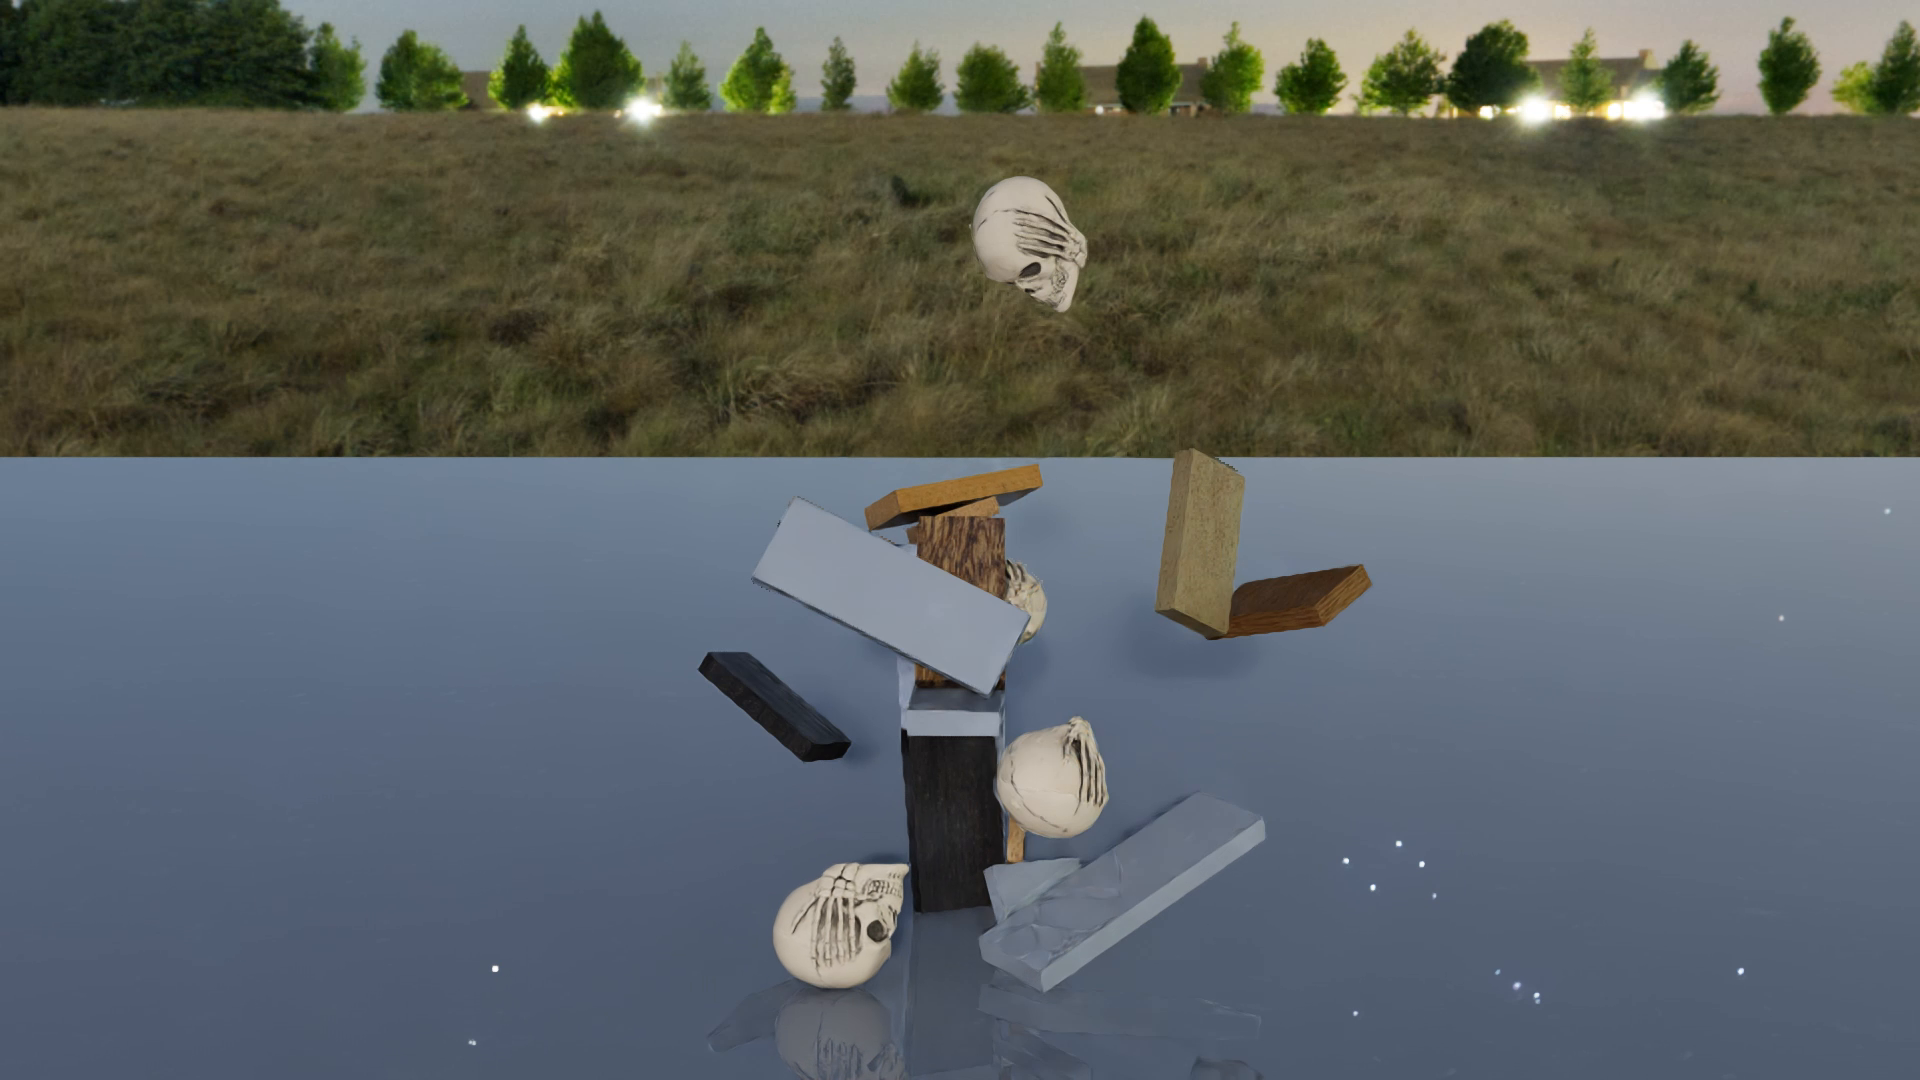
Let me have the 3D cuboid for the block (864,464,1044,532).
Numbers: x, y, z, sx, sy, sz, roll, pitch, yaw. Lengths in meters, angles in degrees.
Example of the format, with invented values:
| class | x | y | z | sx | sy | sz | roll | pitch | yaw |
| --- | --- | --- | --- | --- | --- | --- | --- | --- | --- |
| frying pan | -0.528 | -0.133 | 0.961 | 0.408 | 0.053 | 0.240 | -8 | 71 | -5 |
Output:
| class | x | y | z | sx | sy | sz | roll | pitch | yaw |
| --- | --- | --- | --- | --- | --- | --- | --- | --- | --- |
| block | -0.011 | -0.077 | 4.002 | 0.293 | 0.042 | 0.147 | -11 | -8 | -27 |

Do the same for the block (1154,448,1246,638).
| class | x | y | z | sx | sy | sz | roll | pitch | yaw |
| --- | --- | --- | --- | --- | --- | --- | --- | --- | --- |
| block | 0.397 | 0.005 | 3.622 | 0.040 | 0.279 | 0.139 | -10 | -27 | 44 |

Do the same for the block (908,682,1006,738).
| class | x | y | z | sx | sy | sz | roll | pitch | yaw |
| --- | --- | --- | --- | --- | --- | --- | --- | --- | --- |
| block | -0.002 | 0.267 | 3.656 | 0.148 | 0.042 | 0.297 | 1 | 10 | 3 |

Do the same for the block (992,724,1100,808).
| class | x | y | z | sx | sy | sz | roll | pitch | yaw |
| --- | --- | --- | --- | --- | --- | --- | --- | --- | --- |
| block | 0.137 | 0.361 | 3.528 | 0.180 | 0.026 | 0.090 | -31 | 7 | 3 |

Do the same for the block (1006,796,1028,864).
| class | x | y | z | sx | sy | sz | roll | pitch | yaw |
| --- | --- | --- | --- | --- | --- | --- | --- | --- | --- |
| block | 0.090 | 0.505 | 3.555 | 0.025 | 0.180 | 0.090 | 4 | -3 | 3 |

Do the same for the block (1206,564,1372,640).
| class | x | y | z | sx | sy | sz | roll | pitch | yaw |
| --- | --- | --- | --- | --- | --- | --- | --- | --- | --- |
| block | 0.549 | 0.108 | 3.736 | 0.139 | 0.040 | 0.279 | -35 | 14 | -35 |

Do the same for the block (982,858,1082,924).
| class | x | y | z | sx | sy | sz | roll | pitch | yaw |
| --- | --- | --- | --- | --- | --- | --- | --- | --- | --- |
| block | 0.125 | 0.556 | 3.488 | 0.180 | 0.090 | 0.025 | 1 | -26 | -39 |

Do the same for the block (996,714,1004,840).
| class | x | y | z | sx | sy | sz | roll | pitch | yaw |
| --- | --- | --- | --- | --- | --- | --- | --- | --- | --- |
| block | 0.001 | 0.423 | 3.751 | 0.148 | 0.297 | 0.042 | 0 | 7 | 2 |

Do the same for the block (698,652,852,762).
| class | x | y | z | sx | sy | sz | roll | pitch | yaw |
| --- | --- | --- | --- | --- | --- | --- | --- | --- | --- |
| block | -0.319 | 0.287 | 3.798 | 0.262 | 0.037 | 0.131 | 38 | 14 | 23 |

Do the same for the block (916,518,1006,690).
| class | x | y | z | sx | sy | sz | roll | pitch | yaw |
| --- | --- | --- | --- | --- | --- | --- | --- | --- | --- |
| block | 0.002 | 0.104 | 3.684 | 0.147 | 0.293 | 0.042 | 0 | -23 | 1 |

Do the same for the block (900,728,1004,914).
| class | x | y | z | sx | sy | sz | roll | pitch | yaw |
| --- | --- | --- | --- | --- | --- | --- | --- | --- | --- |
| block | -0.010 | 0.451 | 3.596 | 0.149 | 0.297 | 0.042 | -4 | -2 | -19 |

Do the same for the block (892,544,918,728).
| class | x | y | z | sx | sy | sz | roll | pitch | yaw |
| --- | --- | --- | --- | --- | --- | --- | --- | --- | --- |
| block | -0.055 | 0.185 | 3.821 | 0.110 | 0.359 | 0.031 | -3 | 3 | 2 |

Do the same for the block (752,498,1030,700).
| class | x | y | z | sx | sy | sz | roll | pitch | yaw |
| --- | --- | --- | --- | --- | --- | --- | --- | --- | --- |
| block | -0.110 | 0.092 | 3.533 | 0.427 | 0.147 | 0.042 | 26 | -12 | 8 |

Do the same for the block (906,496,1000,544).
| class | x | y | z | sx | sy | sz | roll | pitch | yaw |
| --- | --- | --- | --- | --- | --- | --- | --- | --- | --- |
| block | -0.014 | -0.032 | 3.900 | 0.110 | 0.031 | 0.220 | -19 | -1 | -17 |

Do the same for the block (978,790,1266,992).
| class | x | y | z | sx | sy | sz | roll | pitch | yaw |
| --- | --- | --- | --- | --- | --- | --- | --- | --- | --- |
| block | 0.256 | 0.536 | 3.395 | 0.485 | 0.040 | 0.140 | -28 | 30 | -32 |
